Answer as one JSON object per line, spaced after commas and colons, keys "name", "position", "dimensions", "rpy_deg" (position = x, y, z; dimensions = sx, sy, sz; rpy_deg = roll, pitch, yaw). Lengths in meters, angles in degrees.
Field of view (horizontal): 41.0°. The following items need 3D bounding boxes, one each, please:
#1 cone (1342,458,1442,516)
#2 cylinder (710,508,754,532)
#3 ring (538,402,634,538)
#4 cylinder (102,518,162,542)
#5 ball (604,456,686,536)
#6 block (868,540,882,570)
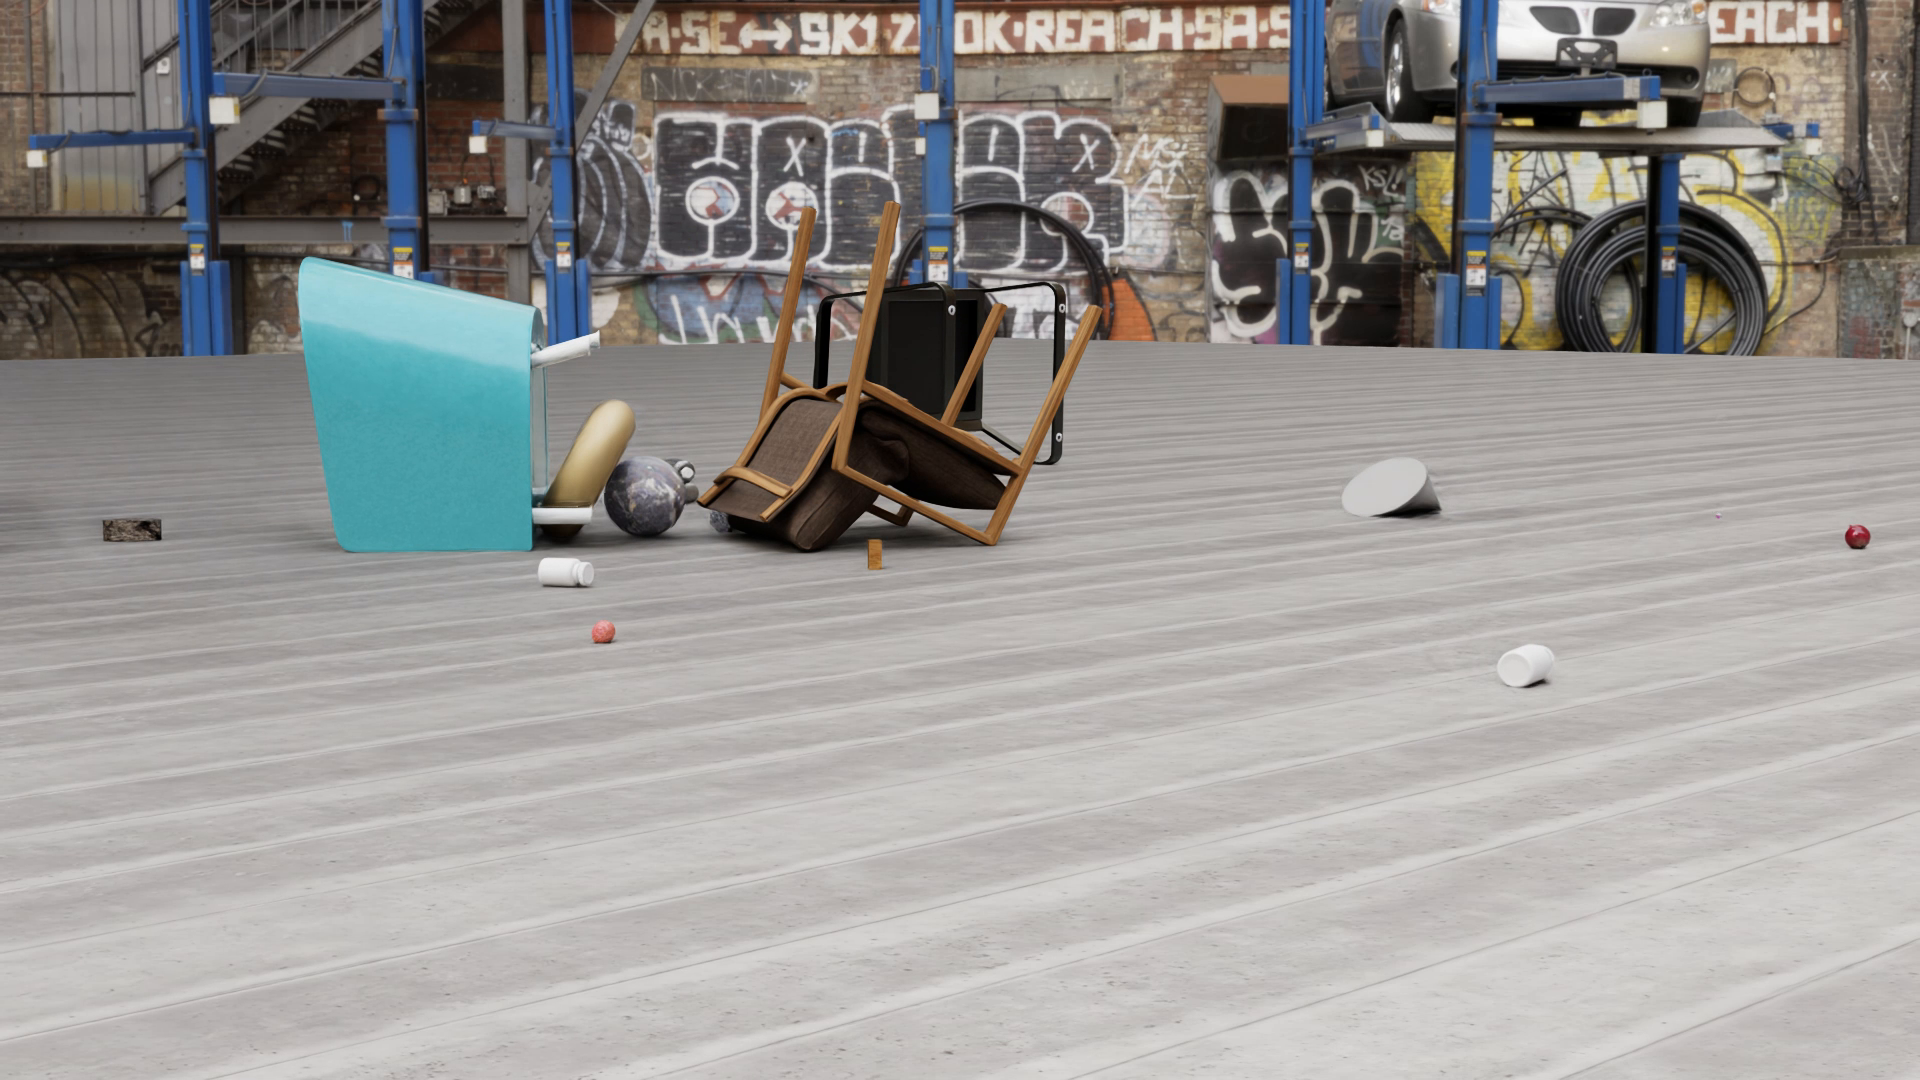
{"name": "cone", "position": [1.263, -0.117, 7.152], "dimensions": [0.268, 0.143, 0.346], "rpy_deg": [-23, -22, 33]}
{"name": "cylinder", "position": [-0.590, -0.052, 6.635], "dimensions": [0.071, 0.053, 0.103], "rpy_deg": [35, 22, 25]}
{"name": "ring", "position": [-0.930, -0.173, 6.393], "dimensions": [0.115, 0.361, 0.451], "rpy_deg": [29, -31, -7]}
{"name": "cylinder", "position": [-2.065, -0.025, 6.402], "dimensions": [0.139, 0.052, 0.076], "rpy_deg": [-1, 6, -13]}
{"name": "ball", "position": [-0.796, -0.111, 6.483], "dimensions": [0.205, 0.205, 0.205], "rpy_deg": [0, 6, 0]}
{"name": "block", "position": [-0.192, 0.033, 5.784], "dimensions": [0.029, 0.064, 0.045], "rpy_deg": [-1, 6, -5]}
